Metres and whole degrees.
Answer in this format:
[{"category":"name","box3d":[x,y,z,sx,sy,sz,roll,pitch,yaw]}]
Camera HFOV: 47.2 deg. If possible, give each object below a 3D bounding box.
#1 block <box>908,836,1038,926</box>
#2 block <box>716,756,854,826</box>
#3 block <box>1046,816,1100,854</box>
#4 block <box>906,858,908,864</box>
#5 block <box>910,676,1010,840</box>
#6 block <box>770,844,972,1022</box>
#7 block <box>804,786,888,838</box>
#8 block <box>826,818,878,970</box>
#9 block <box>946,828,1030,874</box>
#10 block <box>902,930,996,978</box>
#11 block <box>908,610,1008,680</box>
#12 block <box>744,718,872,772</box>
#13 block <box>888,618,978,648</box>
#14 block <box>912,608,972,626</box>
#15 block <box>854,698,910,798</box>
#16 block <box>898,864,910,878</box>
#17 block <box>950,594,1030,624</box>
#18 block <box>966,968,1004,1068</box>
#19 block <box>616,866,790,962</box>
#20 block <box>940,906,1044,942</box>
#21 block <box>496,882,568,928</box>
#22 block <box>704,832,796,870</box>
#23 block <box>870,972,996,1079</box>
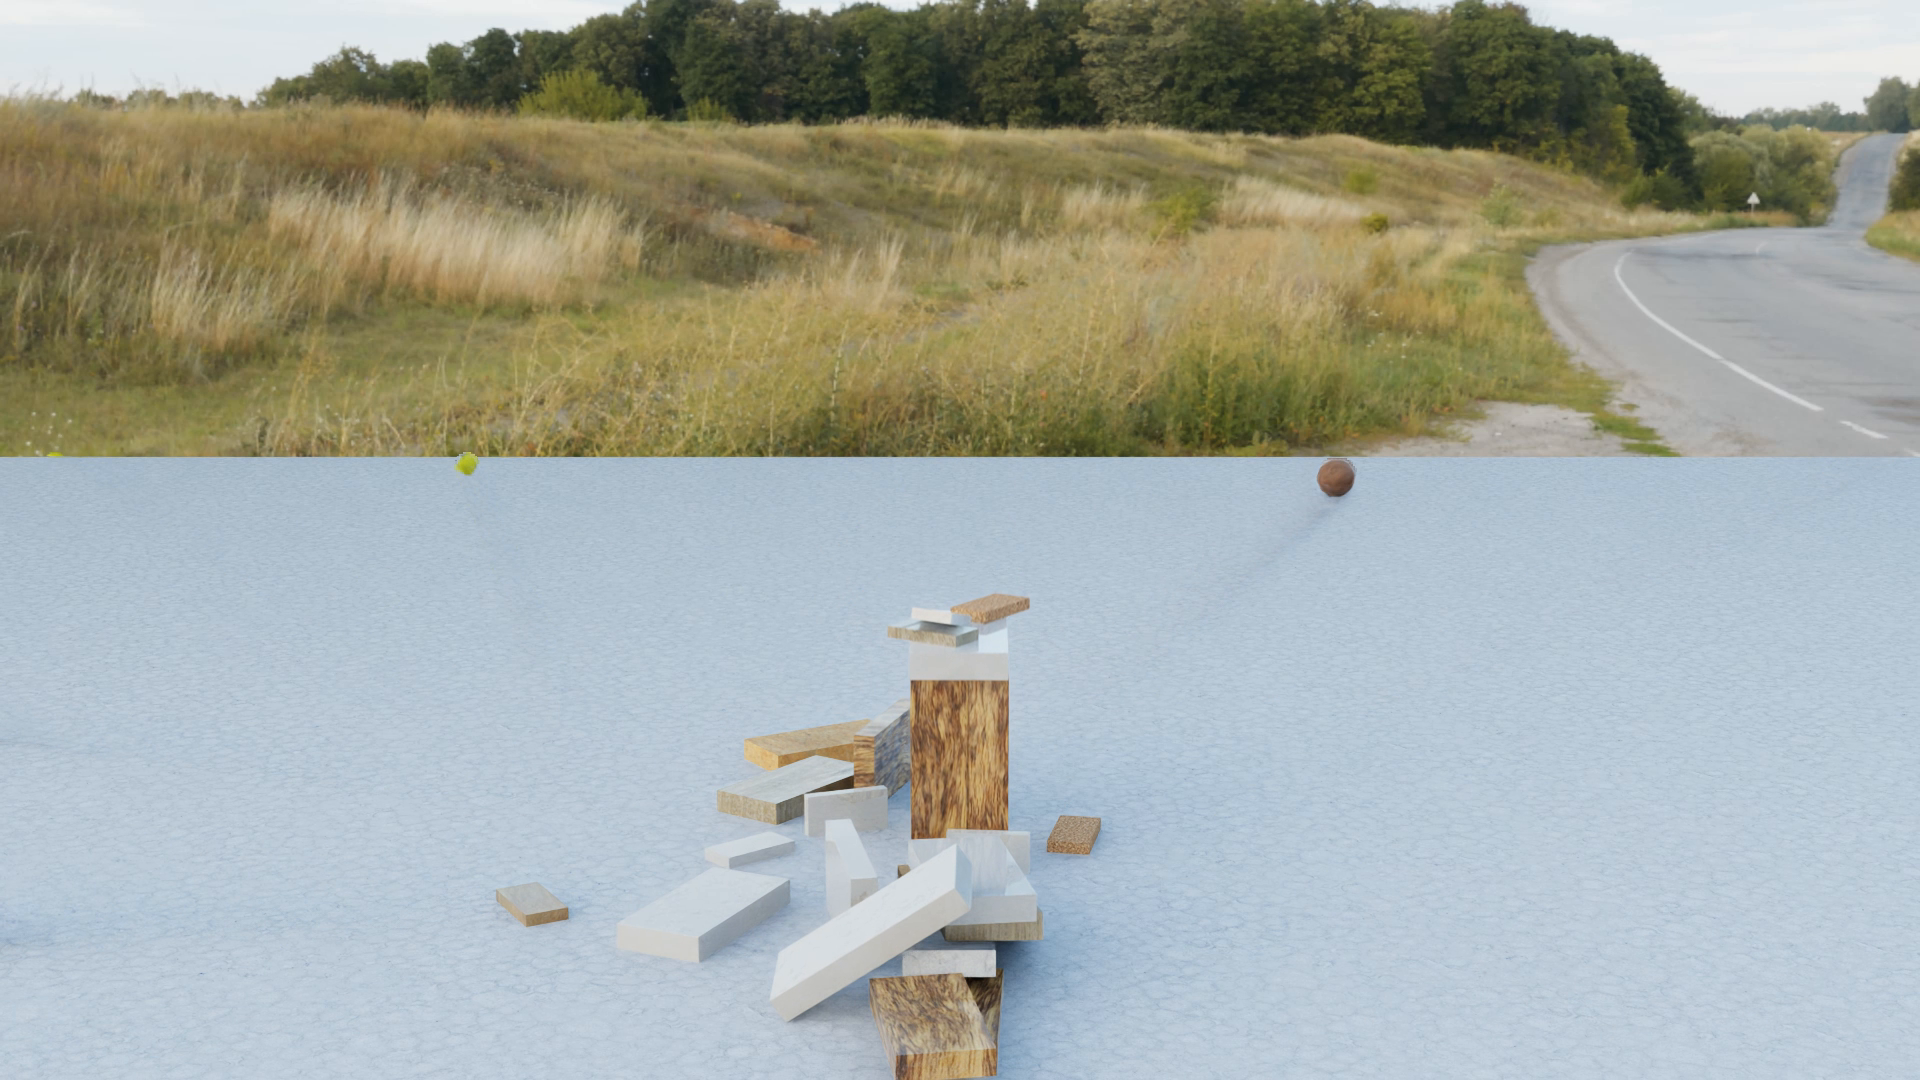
[{"category":"block","box3d":[0.015,0.515,3.342,0.145,0.041,0.290,-1,10,-10]},{"category":"block","box3d":[-0.310,0.473,4.184,0.145,0.041,0.290,7,13,35]},{"category":"block","box3d":[0.205,0.528,3.943,0.075,0.021,0.150,2,11,11]},{"category":"block","box3d":[-0.007,0.550,3.575,0.145,0.041,0.290,0,-3,-5]},{"category":"block","box3d":[0.000,0.393,3.805,0.168,0.337,0.048,0,11,0]},{"category":"block","box3d":[-0.127,0.565,3.174,0.319,0.041,0.146,-33,14,10]},{"category":"block","box3d":[-0.206,0.492,3.990,0.151,0.075,0.021,-4,11,-21]},{"category":"block","box3d":[-0.172,0.554,3.460,0.041,0.146,0.292,-2,11,-11]},{"category":"block","box3d":[0.049,0.535,3.772,0.142,0.071,0.020,1,11,6]},{"category":"block","box3d":[-0.016,0.613,3.272,0.133,0.038,0.266,0,-3,0]},{"category":"block","box3d":[-0.001,0.183,3.882,0.168,0.048,0.337,0,10,1]},{"category":"block","box3d":[-0.276,0.420,4.473,0.290,0.041,0.145,-7,12,-32]},{"category":"block","box3d":[-0.047,0.161,3.816,0.143,0.020,0.072,7,13,33]},{"category":"block","box3d":[-0.032,0.135,3.848,0.071,0.020,0.142,8,-2,14]},{"category":"block","box3d":[-0.137,0.410,4.240,0.041,0.145,0.290,3,11,16]},{"category":"block","box3d":[-0.083,0.567,3.502,0.020,0.071,0.196,-1,0,-5]},{"category":"block","box3d":[0.056,0.124,4.012,0.075,0.021,0.150,7,12,33]},{"category":"block","box3d":[-0.009,0.674,3.115,0.133,0.038,0.266,1,11,3]},{"category":"block","box3d":[-0.406,0.597,3.519,0.146,0.041,0.292,5,12,24]},{"category":"block","box3d":[0.041,0.580,3.396,0.145,0.041,0.290,0,-3,-4]},{"category":"block","box3d":[-0.699,0.594,3.590,0.072,0.020,0.143,-6,12,-30]},{"category":"block","box3d":[-0.368,0.544,3.861,0.143,0.020,0.072,-9,14,-41]},{"category":"block","box3d":[-0.040,0.659,2.987,0.133,0.038,0.266,-2,11,-10]}]
